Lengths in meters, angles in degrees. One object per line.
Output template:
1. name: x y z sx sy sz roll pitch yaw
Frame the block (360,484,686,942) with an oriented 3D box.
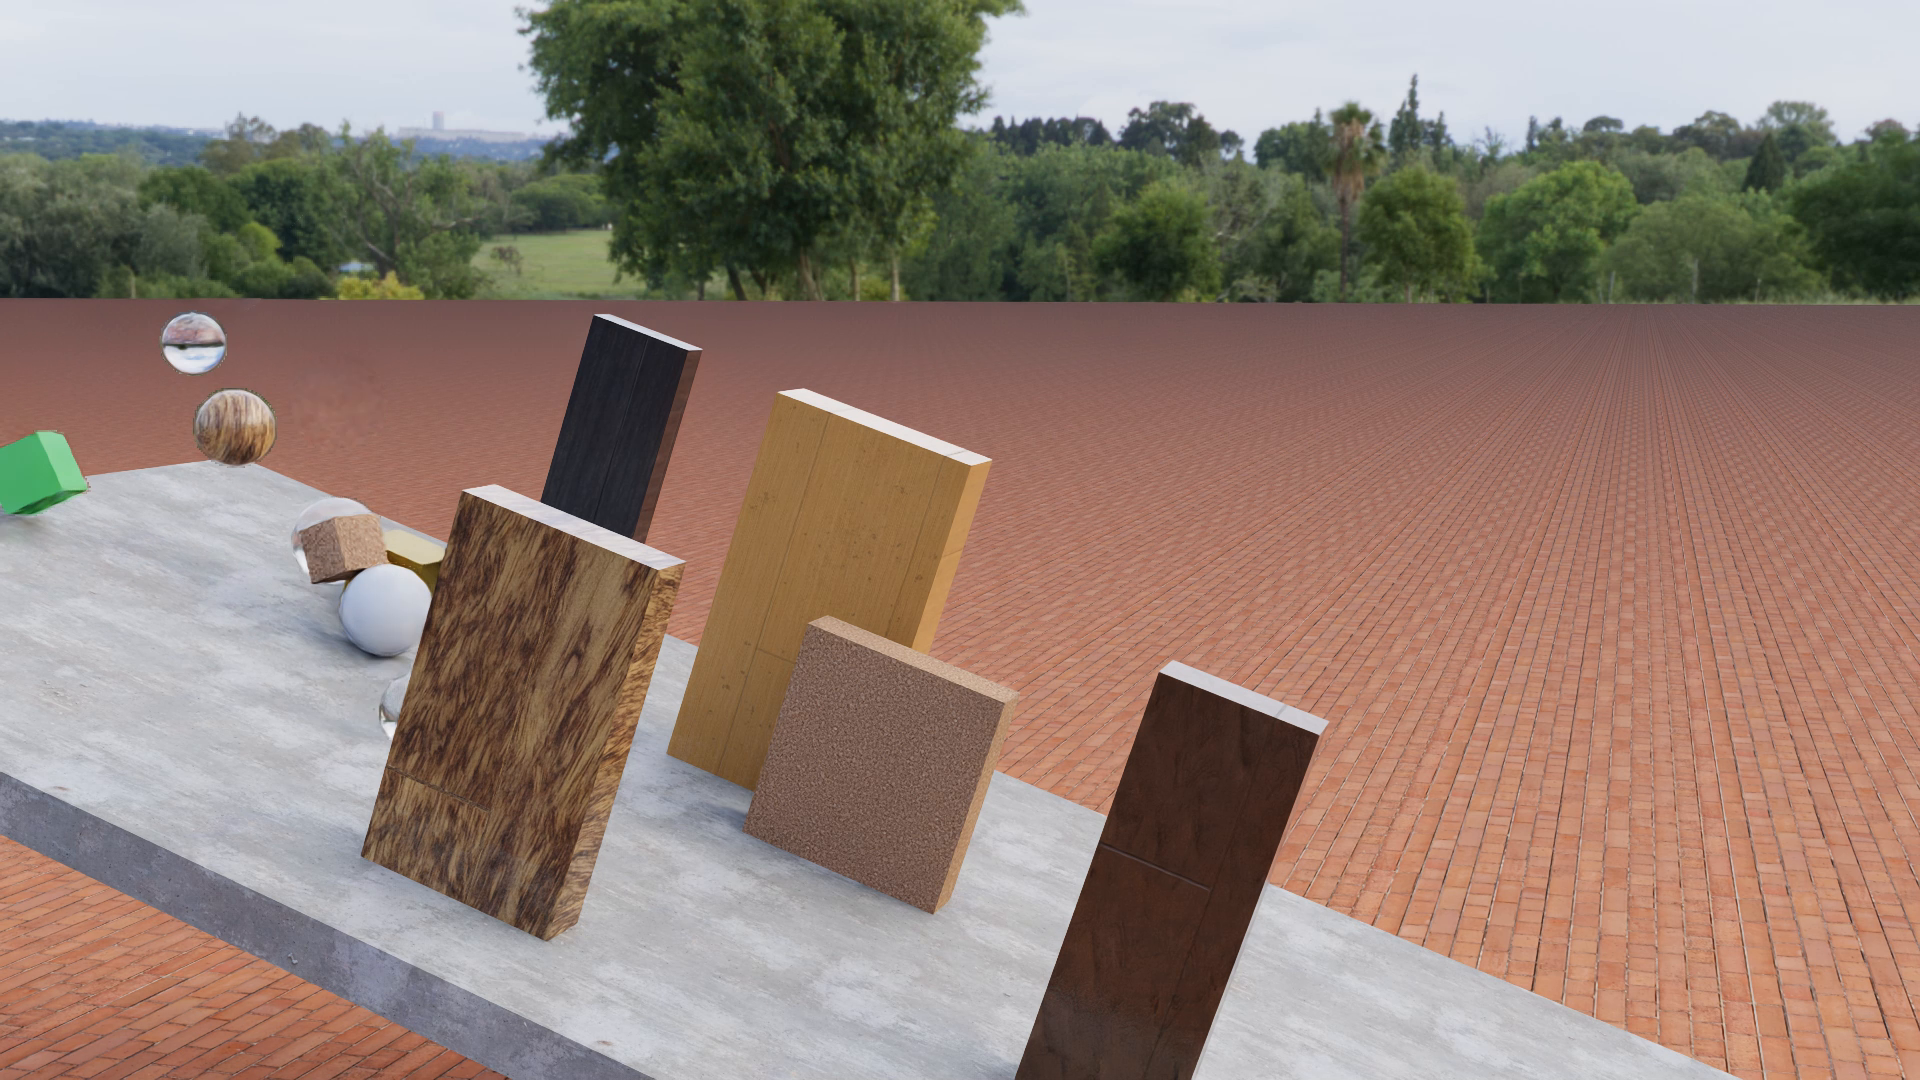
1. block: -0.710 0.277 3.557 0.356 0.644 0.106 21 12 14

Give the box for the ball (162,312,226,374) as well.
1. ball: -1.548 -0.397 4.443 0.122 0.122 0.122 0 7 0

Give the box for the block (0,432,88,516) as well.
1. block: -1.950 -0.139 4.636 0.131 0.131 0.131 -24 1 1

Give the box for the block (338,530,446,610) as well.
1. block: -1.218 0.092 4.794 0.167 0.167 0.167 21 12 15

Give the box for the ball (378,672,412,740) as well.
1. ball: -1.011 0.320 4.115 0.149 0.149 0.149 0 7 0

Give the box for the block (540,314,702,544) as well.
1. block: -0.831 -0.155 5.176 0.251 0.705 0.081 21 12 14

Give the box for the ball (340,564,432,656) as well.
1. ball: -1.185 0.145 4.548 0.190 0.190 0.190 0 7 0

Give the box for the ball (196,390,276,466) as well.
1. ball: -1.578 -0.245 4.790 0.166 0.166 0.166 0 7 0

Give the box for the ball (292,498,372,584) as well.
1. ball: -1.381 0.002 4.873 0.194 0.194 0.194 0 7 0

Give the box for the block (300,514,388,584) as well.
1. block: -1.284 0.018 4.588 0.114 0.114 0.114 -18 -6 34

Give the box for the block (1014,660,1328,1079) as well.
1. block: 0.330 0.585 3.494 0.263 0.735 0.109 21 12 14

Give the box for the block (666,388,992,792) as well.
1. block: -0.270 0.140 4.472 0.426 0.791 0.147 21 12 14

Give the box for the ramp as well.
1. ramp: -0.348 0.650 4.220 4.000 0.100 2.000 21 12 14

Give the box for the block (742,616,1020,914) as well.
1. block: -0.153 0.427 4.210 0.410 0.438 0.107 21 12 14
